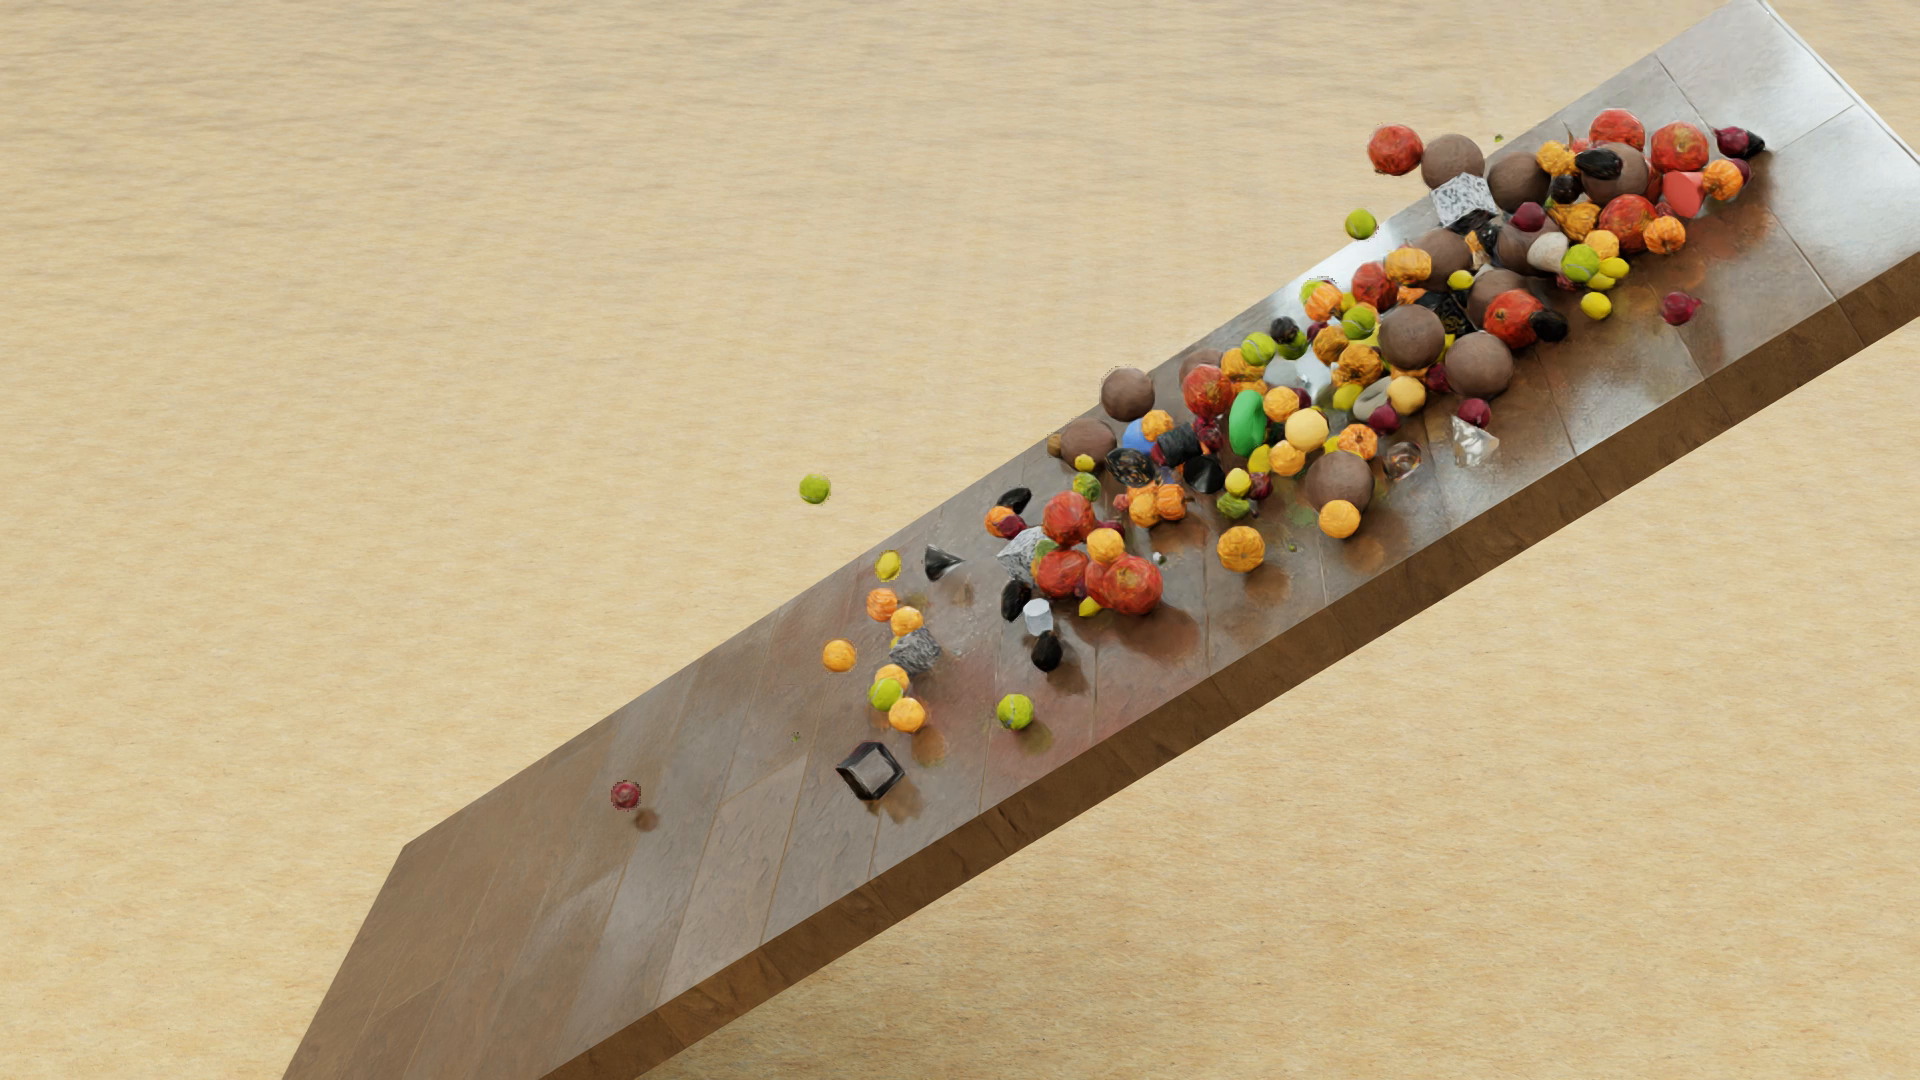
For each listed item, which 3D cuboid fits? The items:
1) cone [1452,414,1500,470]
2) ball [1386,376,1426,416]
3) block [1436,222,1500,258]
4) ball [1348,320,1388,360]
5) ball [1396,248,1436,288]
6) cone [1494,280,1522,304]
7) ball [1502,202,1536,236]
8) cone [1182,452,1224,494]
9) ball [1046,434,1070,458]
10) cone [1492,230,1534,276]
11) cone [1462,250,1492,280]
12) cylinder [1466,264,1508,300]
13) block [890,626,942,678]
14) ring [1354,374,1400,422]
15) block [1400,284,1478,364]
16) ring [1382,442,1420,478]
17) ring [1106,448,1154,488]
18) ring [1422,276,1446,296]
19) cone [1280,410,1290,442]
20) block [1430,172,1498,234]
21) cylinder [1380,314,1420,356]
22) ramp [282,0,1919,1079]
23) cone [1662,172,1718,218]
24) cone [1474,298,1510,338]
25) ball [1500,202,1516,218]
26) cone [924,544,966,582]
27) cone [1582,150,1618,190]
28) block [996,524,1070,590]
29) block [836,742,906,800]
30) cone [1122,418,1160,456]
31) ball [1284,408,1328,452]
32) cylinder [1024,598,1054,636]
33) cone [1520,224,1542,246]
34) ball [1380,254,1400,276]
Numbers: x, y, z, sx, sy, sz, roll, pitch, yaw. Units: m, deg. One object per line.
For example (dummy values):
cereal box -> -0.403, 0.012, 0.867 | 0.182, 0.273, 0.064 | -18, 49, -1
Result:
cone -> 0.914, -0.193, 5.327 | 0.092, 0.092, 0.092 | -33, 15, 11
ball -> 0.868, -0.280, 5.716 | 0.077, 0.077, 0.077 | 0, 21, 0
block -> 1.080, -0.653, 6.242 | 0.080, 0.080, 0.080 | 31, 24, -45
ball -> 0.852, -0.415, 6.137 | 0.083, 0.083, 0.083 | 0, 21, 0
ball -> 0.930, -0.554, 6.011 | 0.080, 0.080, 0.080 | 0, 21, 0
cone -> 1.111, -0.500, 5.933 | 0.056, 0.056, 0.056 | -9, 22, -2
ball -> 1.155, -0.663, 6.080 | 0.068, 0.068, 0.068 | 0, 21, 0
cone -> 0.517, -0.159, 6.068 | 0.092, 0.092, 0.092 | 9, 38, 22
ball -> 0.232, -0.223, 6.971 | 0.056, 0.056, 0.056 | 0, 21, 0
cone -> 1.157, -0.575, 6.016 | 0.099, 0.099, 0.099 | -19, 30, -40
cone -> 1.070, -0.560, 6.072 | 0.072, 0.072, 0.072 | 6, 9, 16
cylinder -> 1.073, -0.522, 5.995 | 0.060, 0.060, 0.060 | -48, 33, -4
block -> -0.094, 0.241, 6.285 | 0.069, 0.069, 0.069 | -25, 19, 35
ring -> 0.837, -0.282, 5.856 | 0.124, 0.041, 0.124 | -35, 15, 11
block -> 0.960, -0.434, 5.906 | 0.099, 0.099, 0.099 | -37, 20, 6
ring -> 0.811, -0.146, 5.402 | 0.078, 0.078, 0.026 | -9, 38, -21
ring -> 0.338, -0.144, 5.841 | 0.103, 0.103, 0.034 | 10, 54, 25
ring -> 0.967, -0.498, 6.030 | 0.031, 0.092, 0.092 | 24, 23, 0
cone -> 0.676, -0.244, 6.061 | 0.059, 0.059, 0.059 | -33, 15, 11
block -> 1.007, -0.671, 5.870 | 0.083, 0.083, 0.083 | -31, -24, 35
cylinder -> 0.914, -0.427, 6.040 | 0.073, 0.073, 0.073 | -33, 14, 18
ramp -> 0.136, 0.174, 6.305 | 4.000, 0.100, 2.000 | -32, 16, 15
cone -> 1.427, -0.687, 5.676 | 0.098, 0.098, 0.098 | -29, 32, -21
cone -> 1.046, -0.432, 5.857 | 0.074, 0.074, 0.074 | 21, -10, 4
ball -> 1.171, -0.688, 6.217 | 0.056, 0.056, 0.056 | 0, 21, 0
cone -> -0.025, 0.050, 6.728 | 0.085, 0.085, 0.085 | -5, 17, 27
cone -> 1.275, -0.736, 5.929 | 0.072, 0.072, 0.072 | 30, 17, -10
block -> 0.158, 0.038, 6.293 | 0.093, 0.093, 0.093 | -45, 18, -30
block -> -0.177, 0.456, 5.807 | 0.082, 0.082, 0.082 | -43, 17, -23
cone -> 0.428, -0.212, 6.536 | 0.096, 0.096, 0.096 | 20, 29, 40
ball -> 0.647, -0.205, 5.489 | 0.081, 0.081, 0.081 | 0, 21, 0
cylinder -> 0.158, 0.156, 5.919 | 0.053, 0.053, 0.053 | -8, 37, 6
cone -> 1.171, -0.620, 6.145 | 0.071, 0.071, 0.071 | -2, -19, -6
ball -> 0.961, -0.611, 6.539 | 0.051, 0.051, 0.051 | 0, 21, 0
